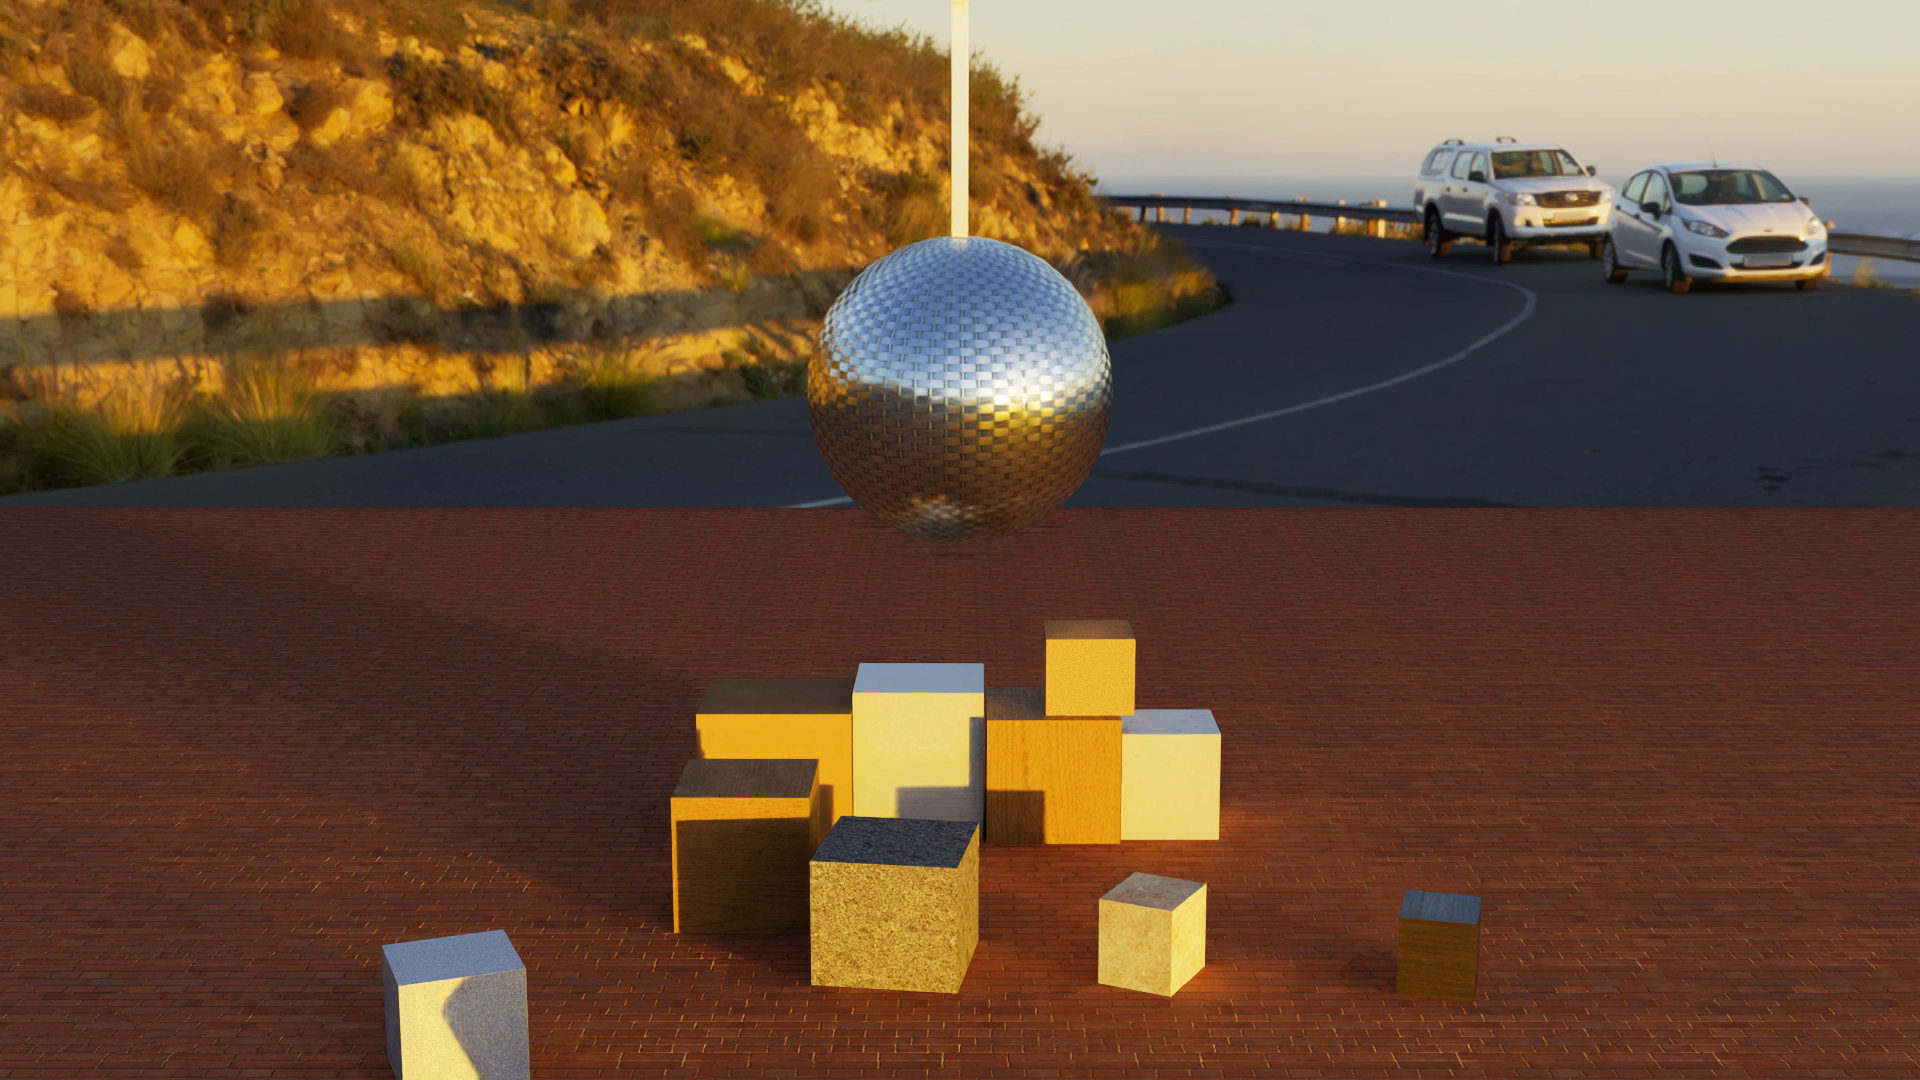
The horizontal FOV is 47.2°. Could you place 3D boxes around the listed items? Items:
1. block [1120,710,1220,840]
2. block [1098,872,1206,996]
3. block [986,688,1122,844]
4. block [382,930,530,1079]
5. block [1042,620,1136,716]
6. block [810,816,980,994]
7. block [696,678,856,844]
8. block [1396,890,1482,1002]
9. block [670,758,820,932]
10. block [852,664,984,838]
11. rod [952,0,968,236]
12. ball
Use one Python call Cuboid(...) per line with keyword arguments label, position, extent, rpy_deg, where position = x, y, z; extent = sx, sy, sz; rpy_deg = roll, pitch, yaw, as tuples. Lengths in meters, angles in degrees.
Cuboid(label="block", position=(1.067, 1.208, 11.380), extent=(0.497, 0.552, 0.492), rpy_deg=(0, 10, 0))
Cuboid(label="block", position=(0.819, 1.669, 9.343), extent=(0.328, 0.372, 0.388), rpy_deg=(5, 12, 27))
Cuboid(label="block", position=(0.473, 1.159, 11.394), extent=(0.674, 0.643, 0.682), rpy_deg=(0, 10, 0))
Cuboid(label="block", position=(-1.927, 1.804, 8.393), extent=(0.467, 0.448, 0.449), rpy_deg=(-4, 11, -22))
Cuboid(label="block", position=(0.656, 0.651, 11.288), extent=(0.447, 0.393, 0.452), rpy_deg=(0, 10, 0))
Cuboid(label="block", position=(-0.271, 1.558, 9.474), extent=(0.622, 0.545, 0.636), rpy_deg=(2, 10, 9))
Cuboid(label="block", position=(-0.930, 1.139, 11.395), extent=(0.771, 0.681, 0.740), rpy_deg=(0, 10, 0))
Cuboid(label="block", position=(2.016, 1.704, 9.248), extent=(0.315, 0.338, 0.353), rpy_deg=(3, 11, 16))
Cuboid(label="block", position=(-0.974, 1.397, 10.125), extent=(0.614, 0.629, 0.630), rpy_deg=(0, 10, 0))
Cuboid(label="block", position=(-0.207, 1.088, 11.451), extent=(0.659, 0.763, 0.636), rpy_deg=(0, 10, 1))
Cuboid(label="rod", position=(0.000, -4.076, 10.620), extent=(0.080, 5.200, 0.080), rpy_deg=(0, 14, 0))
Cuboid(label="ball", position=(0.000, -0.781, 11.456), extent=(1.600, 1.600, 1.600), rpy_deg=(0, 10, 0))
